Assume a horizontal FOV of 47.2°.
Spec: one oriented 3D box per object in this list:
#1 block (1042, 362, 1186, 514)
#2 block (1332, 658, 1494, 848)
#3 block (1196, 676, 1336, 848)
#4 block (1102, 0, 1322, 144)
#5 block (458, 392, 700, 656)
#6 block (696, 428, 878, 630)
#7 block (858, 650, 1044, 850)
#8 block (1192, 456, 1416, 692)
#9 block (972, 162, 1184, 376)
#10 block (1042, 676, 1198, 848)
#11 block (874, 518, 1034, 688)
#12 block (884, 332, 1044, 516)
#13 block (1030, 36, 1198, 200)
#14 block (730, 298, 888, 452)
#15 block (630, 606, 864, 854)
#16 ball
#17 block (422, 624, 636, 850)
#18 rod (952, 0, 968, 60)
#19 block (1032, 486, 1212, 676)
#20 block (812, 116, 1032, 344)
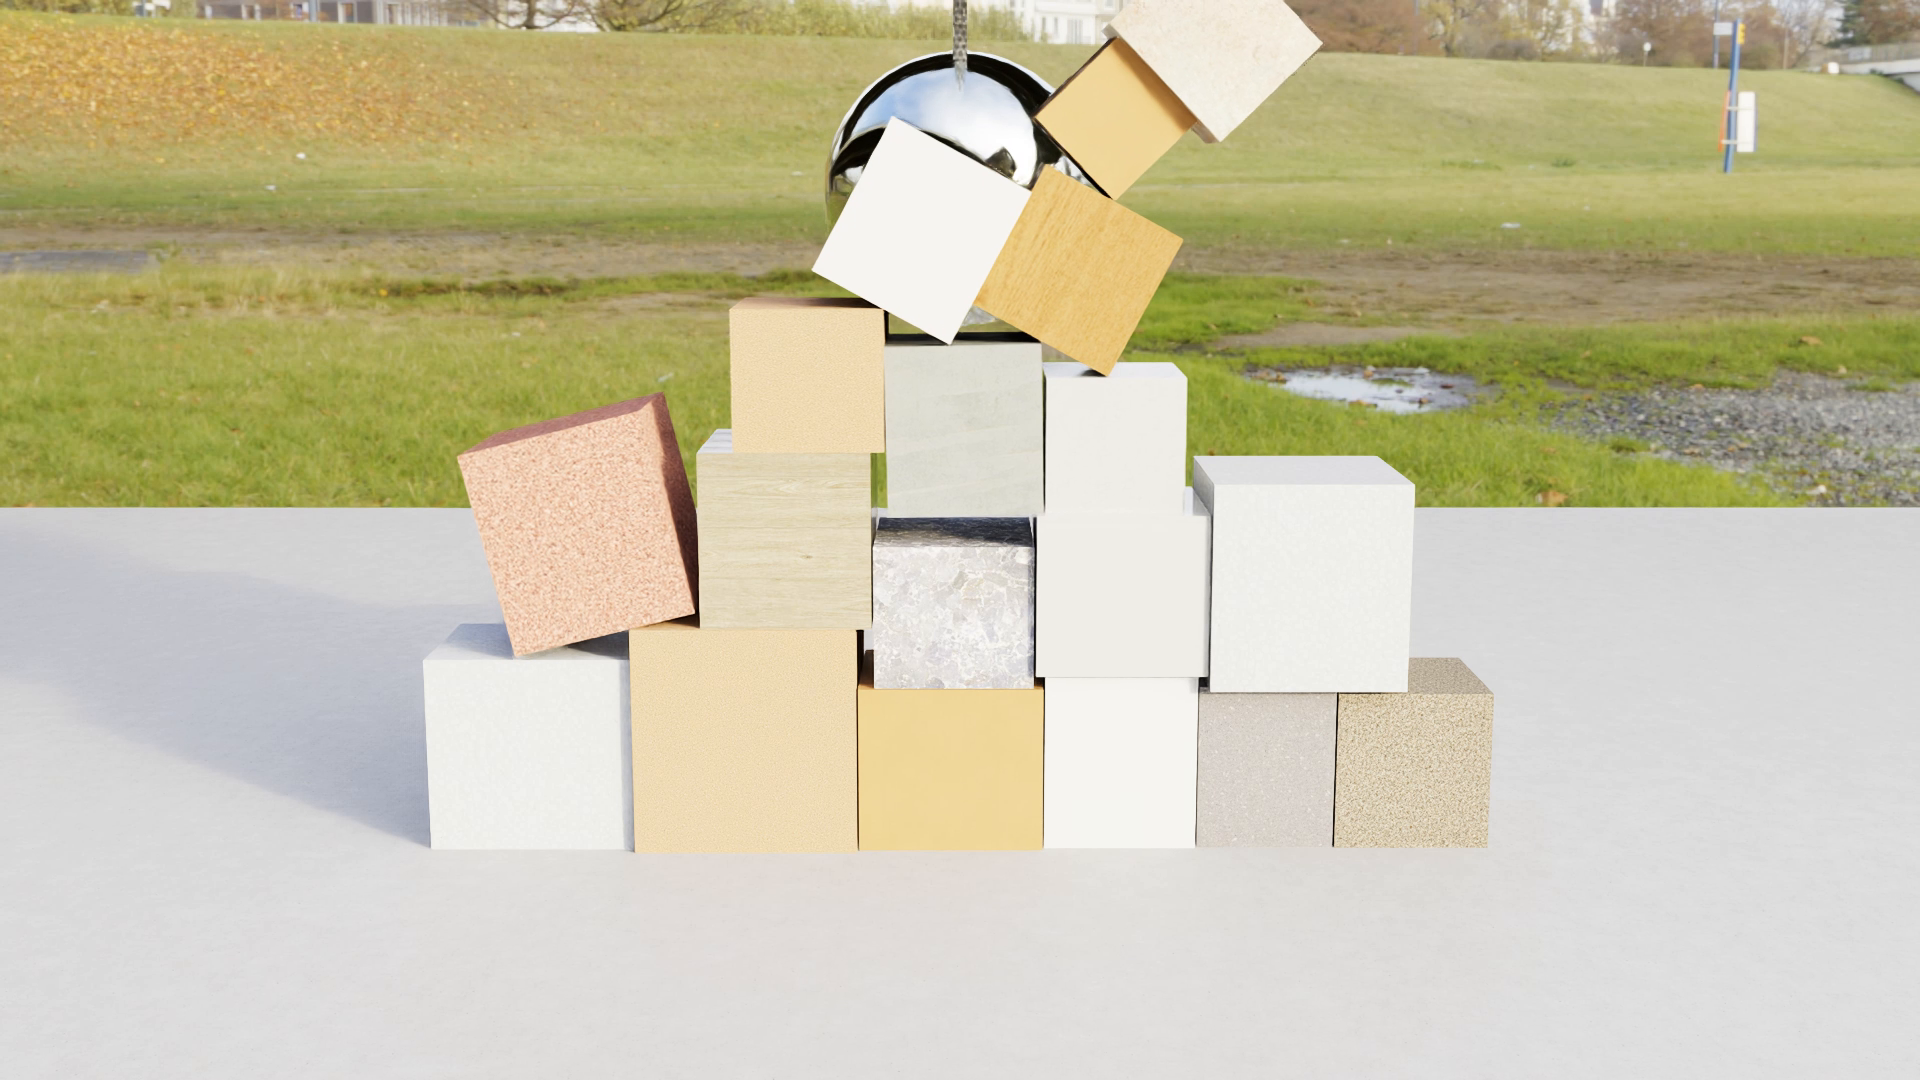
[{"bbox_3d":[0.760,-0.527,11.098,0.682,0.664,0.757,0,10,0],"label":"block"},{"bbox_3d":[2.266,1.086,11.373,0.770,0.794,0.786,0,10,0],"label":"block"},{"bbox_3d":[1.530,1.065,11.389,0.682,0.830,0.816,0,10,0],"label":"block"},{"bbox_3d":[1.214,-2.452,10.736,0.658,0.773,0.663,-44,6,7],"label":"block"},{"bbox_3d":[-1.867,-0.100,11.142,0.914,1.027,0.853,-14,10,3],"label":"block"},{"bbox_3d":[-0.855,-0.073,11.169,0.841,0.872,0.921,0,10,0],"label":"block"},{"bbox_3d":[-0.046,1.069,11.368,0.916,0.828,0.879,0,10,0],"label":"block"},{"bbox_3d":[1.715,0.152,11.207,0.968,1.031,0.989,0,10,0],"label":"block"},{"bbox_3d":[0.567,-1.357,10.949,0.756,0.755,0.664,28,9,-5],"label":"block"},{"bbox_3d":[0.802,1.033,11.371,0.757,0.899,0.817,0,10,0],"label":"block"},{"bbox_3d":[-0.030,0.308,11.255,0.789,0.711,0.878,0,10,0],"label":"block"},{"bbox_3d":[0.021,-0.598,11.068,0.763,0.829,0.756,-1,10,0],"label":"block"},{"bbox_3d":[0.746,-2.070,10.804,0.554,0.554,0.506,-44,9,7],"label":"block"},{"bbox_3d":[-0.737,-0.839,11.008,0.736,0.693,0.824,0,10,0],"label":"block"},{"bbox_3d":[-1.067,0.914,11.358,1.107,1.138,0.993,0,10,0],"label":"block"},{"bbox_3d":[0.000,-2.056,12.915,1.600,1.600,1.600,0,10,0],"label":"ball"},{"bbox_3d":[-2.141,0.997,11.360,1.021,0.974,0.845,0,10,0],"label":"block"},{"bbox_3d":[0.000,-4.985,11.188,0.080,5.200,0.080,0,31,0],"label":"rod"},{"bbox_3d":[0.799,0.197,11.215,0.847,0.802,0.920,0,10,0],"label":"block"},{"bbox_3d":[-0.185,-1.549,10.914,0.753,0.823,0.837,28,9,-5],"label":"block"}]
